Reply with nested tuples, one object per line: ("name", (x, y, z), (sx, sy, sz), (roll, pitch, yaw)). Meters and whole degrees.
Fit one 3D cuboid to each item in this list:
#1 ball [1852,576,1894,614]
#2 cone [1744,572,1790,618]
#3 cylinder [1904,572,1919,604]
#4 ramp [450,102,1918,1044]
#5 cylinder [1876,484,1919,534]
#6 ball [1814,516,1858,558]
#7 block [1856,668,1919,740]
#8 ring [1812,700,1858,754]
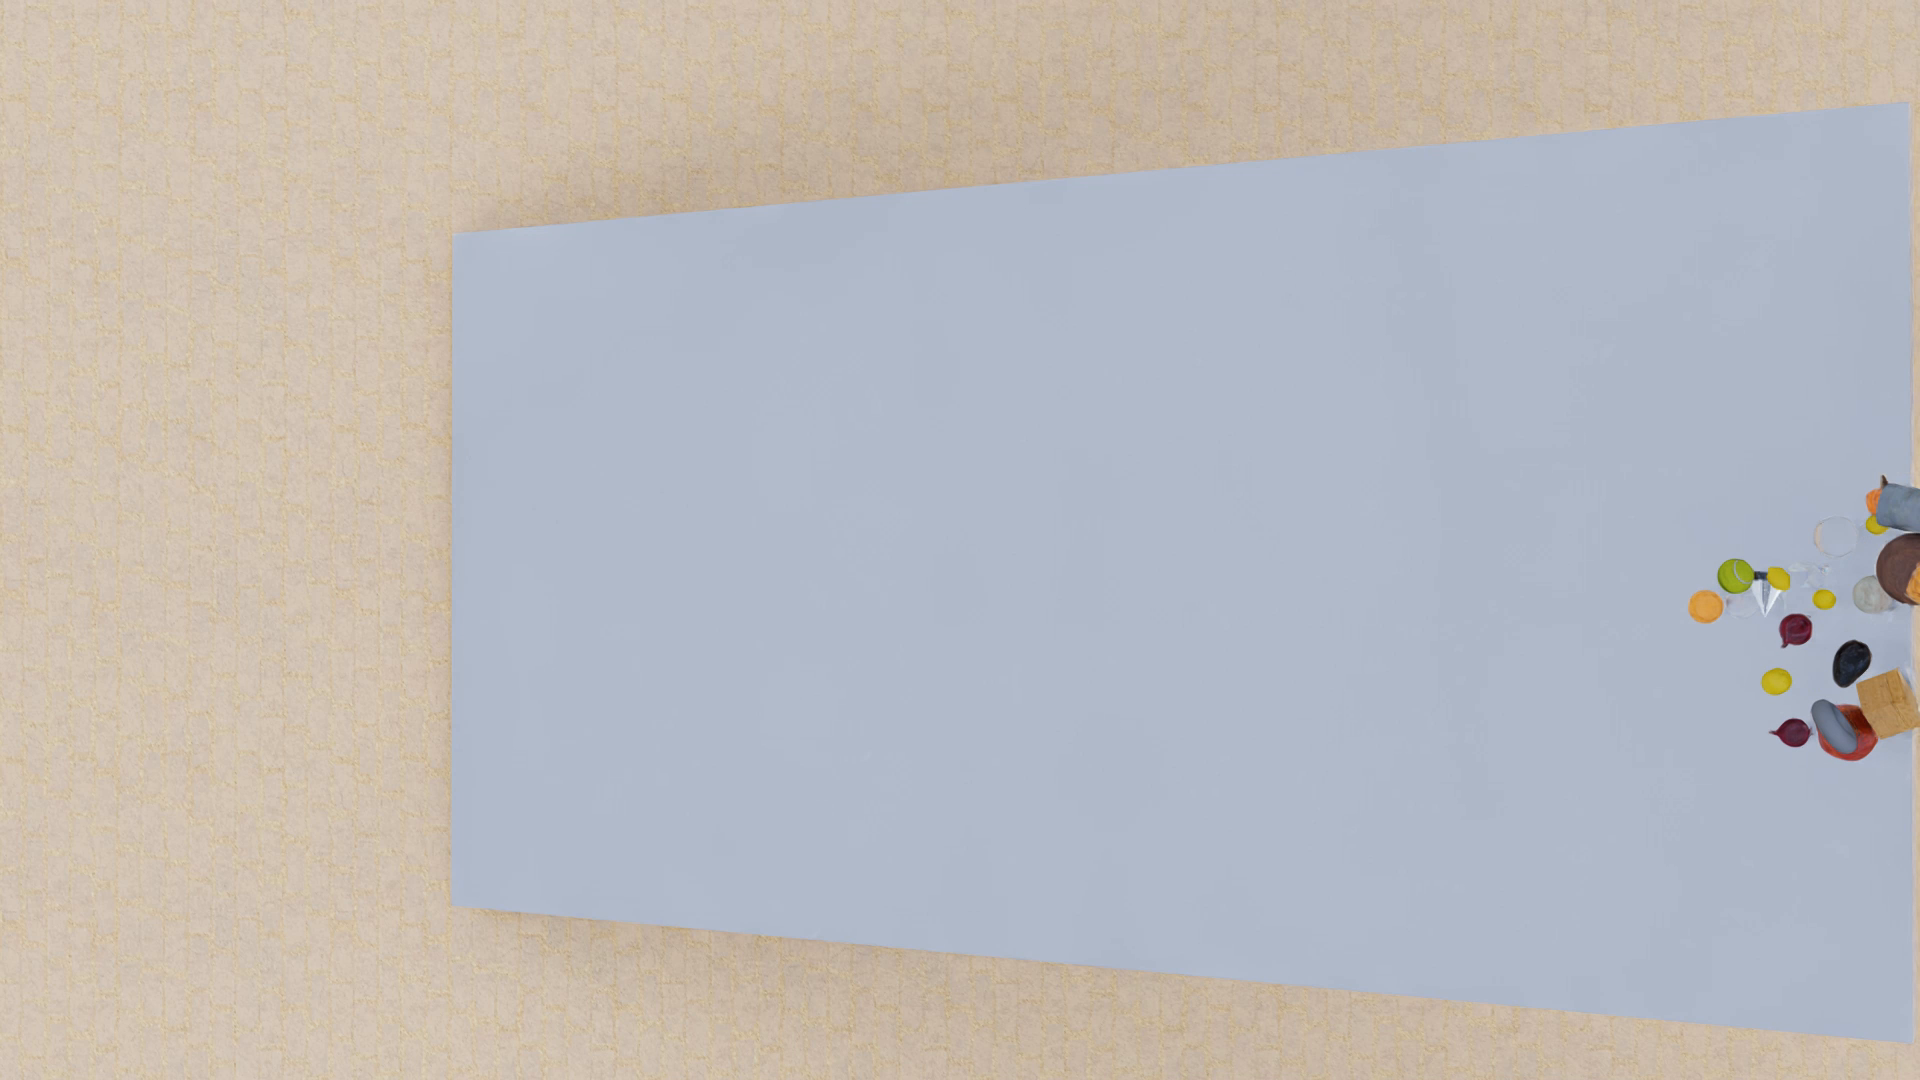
("ball", (1.896, 0.113, 4.564), (0.081, 0.081, 0.081), (0, 89, 0))
("cone", (1.703, 0.117, 4.647), (0.095, 0.095, 0.095), (3, 88, 0))
("cylinder", (1.656, 0.086, 3.736), (0.069, 0.069, 0.069), (-43, 61, 0))
("ramp", (0.276, 0.077, 5.651), (4.000, 0.100, 2.000), (0, 89, 28))
("cylinder", (1.691, -0.056, 3.925), (0.078, 0.078, 0.078), (16, 89, 40))
("ball", (1.779, -0.007, 4.467), (0.084, 0.084, 0.084), (0, 89, 0))
("block", (1.781, 0.315, 4.216), (0.082, 0.082, 0.082), (-26, 123, 28))
("ring", (1.666, 0.356, 4.190), (0.038, 0.115, 0.115), (-39, 89, 26))
